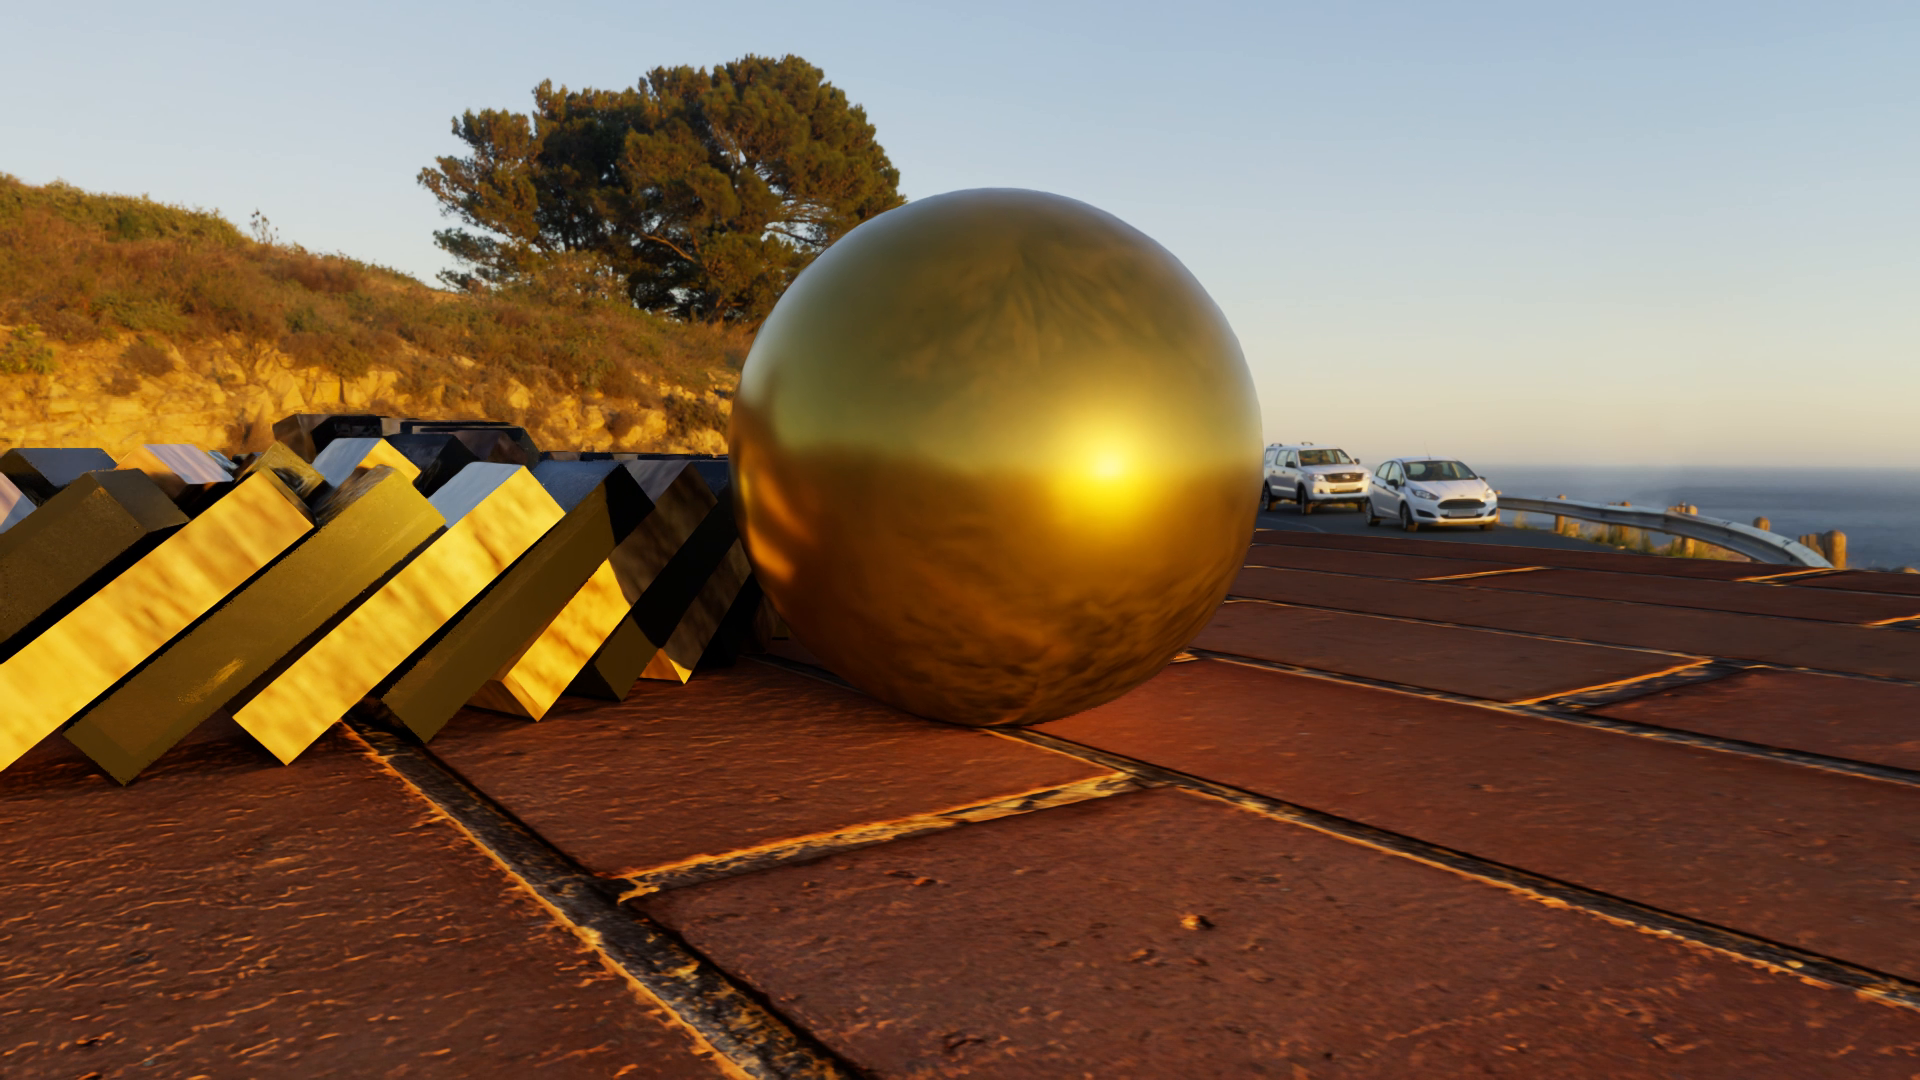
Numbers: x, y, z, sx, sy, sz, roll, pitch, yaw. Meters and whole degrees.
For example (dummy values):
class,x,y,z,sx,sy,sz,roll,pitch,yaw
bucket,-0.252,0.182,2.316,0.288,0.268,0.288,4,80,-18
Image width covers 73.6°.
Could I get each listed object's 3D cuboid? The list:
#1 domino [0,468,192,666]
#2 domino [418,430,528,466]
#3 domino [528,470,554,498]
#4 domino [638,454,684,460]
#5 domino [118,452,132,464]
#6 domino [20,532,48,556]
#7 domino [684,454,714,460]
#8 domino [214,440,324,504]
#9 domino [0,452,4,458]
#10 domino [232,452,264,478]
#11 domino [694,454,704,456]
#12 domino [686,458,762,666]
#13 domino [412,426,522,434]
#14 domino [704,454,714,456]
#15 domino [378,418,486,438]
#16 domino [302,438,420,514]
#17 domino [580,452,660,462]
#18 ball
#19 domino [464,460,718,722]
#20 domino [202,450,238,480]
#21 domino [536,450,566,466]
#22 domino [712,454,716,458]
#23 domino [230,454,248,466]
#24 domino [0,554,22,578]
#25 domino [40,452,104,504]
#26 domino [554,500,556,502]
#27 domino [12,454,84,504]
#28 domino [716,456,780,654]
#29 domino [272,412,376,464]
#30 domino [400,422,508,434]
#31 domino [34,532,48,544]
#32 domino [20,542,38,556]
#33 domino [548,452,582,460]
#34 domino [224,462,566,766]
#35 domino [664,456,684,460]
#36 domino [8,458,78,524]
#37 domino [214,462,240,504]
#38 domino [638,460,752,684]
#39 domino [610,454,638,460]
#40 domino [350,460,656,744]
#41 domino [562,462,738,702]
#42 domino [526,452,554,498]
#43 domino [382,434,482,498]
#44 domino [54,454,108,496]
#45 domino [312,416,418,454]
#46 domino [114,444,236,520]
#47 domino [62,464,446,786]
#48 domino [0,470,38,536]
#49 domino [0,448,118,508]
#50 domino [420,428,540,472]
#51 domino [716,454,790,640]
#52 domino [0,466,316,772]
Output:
class,x,y,z,sx,sy,sz,roll,pitch,yaw
domino,-0.123,0.011,0.160,0.050,0.009,0.025,-42,17,-13
domino,-0.113,0.000,0.270,0.025,0.050,0.010,2,-33,25
domino,-0.156,-0.012,0.472,0.050,0.010,0.025,40,9,4
domino,-0.072,-0.004,0.354,0.025,0.010,0.050,-2,45,-27
domino,-0.231,-0.007,0.389,0.050,0.010,0.025,43,-14,-21
domino,-0.266,-0.004,0.356,0.025,0.010,0.050,3,-36,45
domino,-0.057,-0.002,0.326,0.025,0.009,0.050,-1,45,-14
domino,-0.136,0.004,0.228,0.009,0.050,0.025,46,-18,-24
domino,-0.179,0.006,0.209,0.050,0.009,0.025,-44,1,5
domino,-0.201,-0.008,0.405,0.050,0.010,0.025,41,2,-3
domino,-0.080,-0.010,0.447,0.050,0.010,0.025,47,29,25
domino,-0.051,0.003,0.262,0.025,0.009,0.050,1,44,14
domino,-0.117,-0.003,0.301,0.025,0.050,0.009,-1,-29,-7
domino,-0.067,-0.010,0.438,0.025,0.009,0.050,-5,45,-49
domino,-0.132,-0.006,0.326,0.025,0.050,0.009,-3,-22,-30
domino,-0.126,0.003,0.241,0.025,0.050,0.010,4,-36,45
domino,-0.093,-0.006,0.379,0.025,0.010,0.050,-3,46,-39
ball,0.005,-0.012,0.195,0.080,0.080,0.080,0,4,0
domino,-0.065,0.007,0.215,0.025,0.009,0.050,3,46,36
domino,-0.216,-0.007,0.398,0.050,0.010,0.025,42,-6,-13
domino,-0.120,-0.007,0.396,0.050,0.009,0.025,48,26,21
domino,-0.050,-0.001,0.310,0.025,0.009,0.050,0,45,-1
domino,-0.236,-0.011,0.459,0.050,0.010,0.025,39,-5,-13
domino,-0.274,-0.003,0.342,0.025,0.010,0.050,2,-37,37
domino,-0.244,-0.006,0.380,0.050,0.010,0.025,44,-18,-26
domino,-0.137,-0.007,0.401,0.050,0.009,0.025,44,19,15
domino,-0.292,-0.009,0.425,0.050,0.009,0.025,44,-22,-31
domino,-0.048,0.002,0.277,0.025,0.010,0.050,2,45,13
domino,-0.160,-0.008,0.337,0.010,0.050,0.025,-19,-4,23
domino,-0.124,-0.005,0.314,0.025,0.050,0.010,-1,-26,-19
domino,-0.303,-0.008,0.413,0.025,0.009,0.050,4,-33,46
domino,-0.312,-0.007,0.400,0.025,0.009,0.050,4,-33,41
domino,-0.105,-0.007,0.389,0.025,0.009,0.050,-3,46,-45
domino,-0.084,0.009,0.188,0.050,0.009,0.025,-48,30,-24
domino,-0.063,-0.003,0.340,0.025,0.010,0.050,-2,44,-20
domino,-0.255,-0.005,0.368,0.025,0.009,0.050,5,-35,51
domino,-0.251,-0.011,0.454,0.050,0.010,0.025,39,-8,-15
domino,-0.054,0.005,0.246,0.025,0.009,0.050,2,44,23
domino,-0.082,-0.005,0.367,0.025,0.009,0.050,-2,45,-33
domino,-0.073,0.008,0.201,0.025,0.009,0.050,5,47,44
domino,-0.059,0.006,0.230,0.025,0.009,0.050,2,44,29
domino,-0.140,-0.012,0.470,0.050,0.010,0.025,41,13,9
domino,-0.119,0.001,0.255,0.025,0.050,0.010,3,-35,35
domino,-0.279,-0.010,0.437,0.050,0.009,0.025,42,-17,-25
domino,-0.147,-0.007,0.333,0.010,0.050,0.025,-25,-9,30
domino,-0.149,0.005,0.217,0.009,0.050,0.025,44,-7,-13
domino,-0.096,0.010,0.177,0.050,0.009,0.025,-44,24,-19
domino,-0.138,0.012,0.153,0.050,0.009,0.025,-41,13,-8
domino,-0.164,0.006,0.212,0.050,0.009,0.025,-45,8,-2
domino,-0.113,-0.002,0.286,0.025,0.050,0.010,1,-32,7
domino,-0.048,0.001,0.294,0.025,0.009,0.050,1,45,5
domino,-0.109,0.010,0.168,0.050,0.010,0.025,-44,21,-17
